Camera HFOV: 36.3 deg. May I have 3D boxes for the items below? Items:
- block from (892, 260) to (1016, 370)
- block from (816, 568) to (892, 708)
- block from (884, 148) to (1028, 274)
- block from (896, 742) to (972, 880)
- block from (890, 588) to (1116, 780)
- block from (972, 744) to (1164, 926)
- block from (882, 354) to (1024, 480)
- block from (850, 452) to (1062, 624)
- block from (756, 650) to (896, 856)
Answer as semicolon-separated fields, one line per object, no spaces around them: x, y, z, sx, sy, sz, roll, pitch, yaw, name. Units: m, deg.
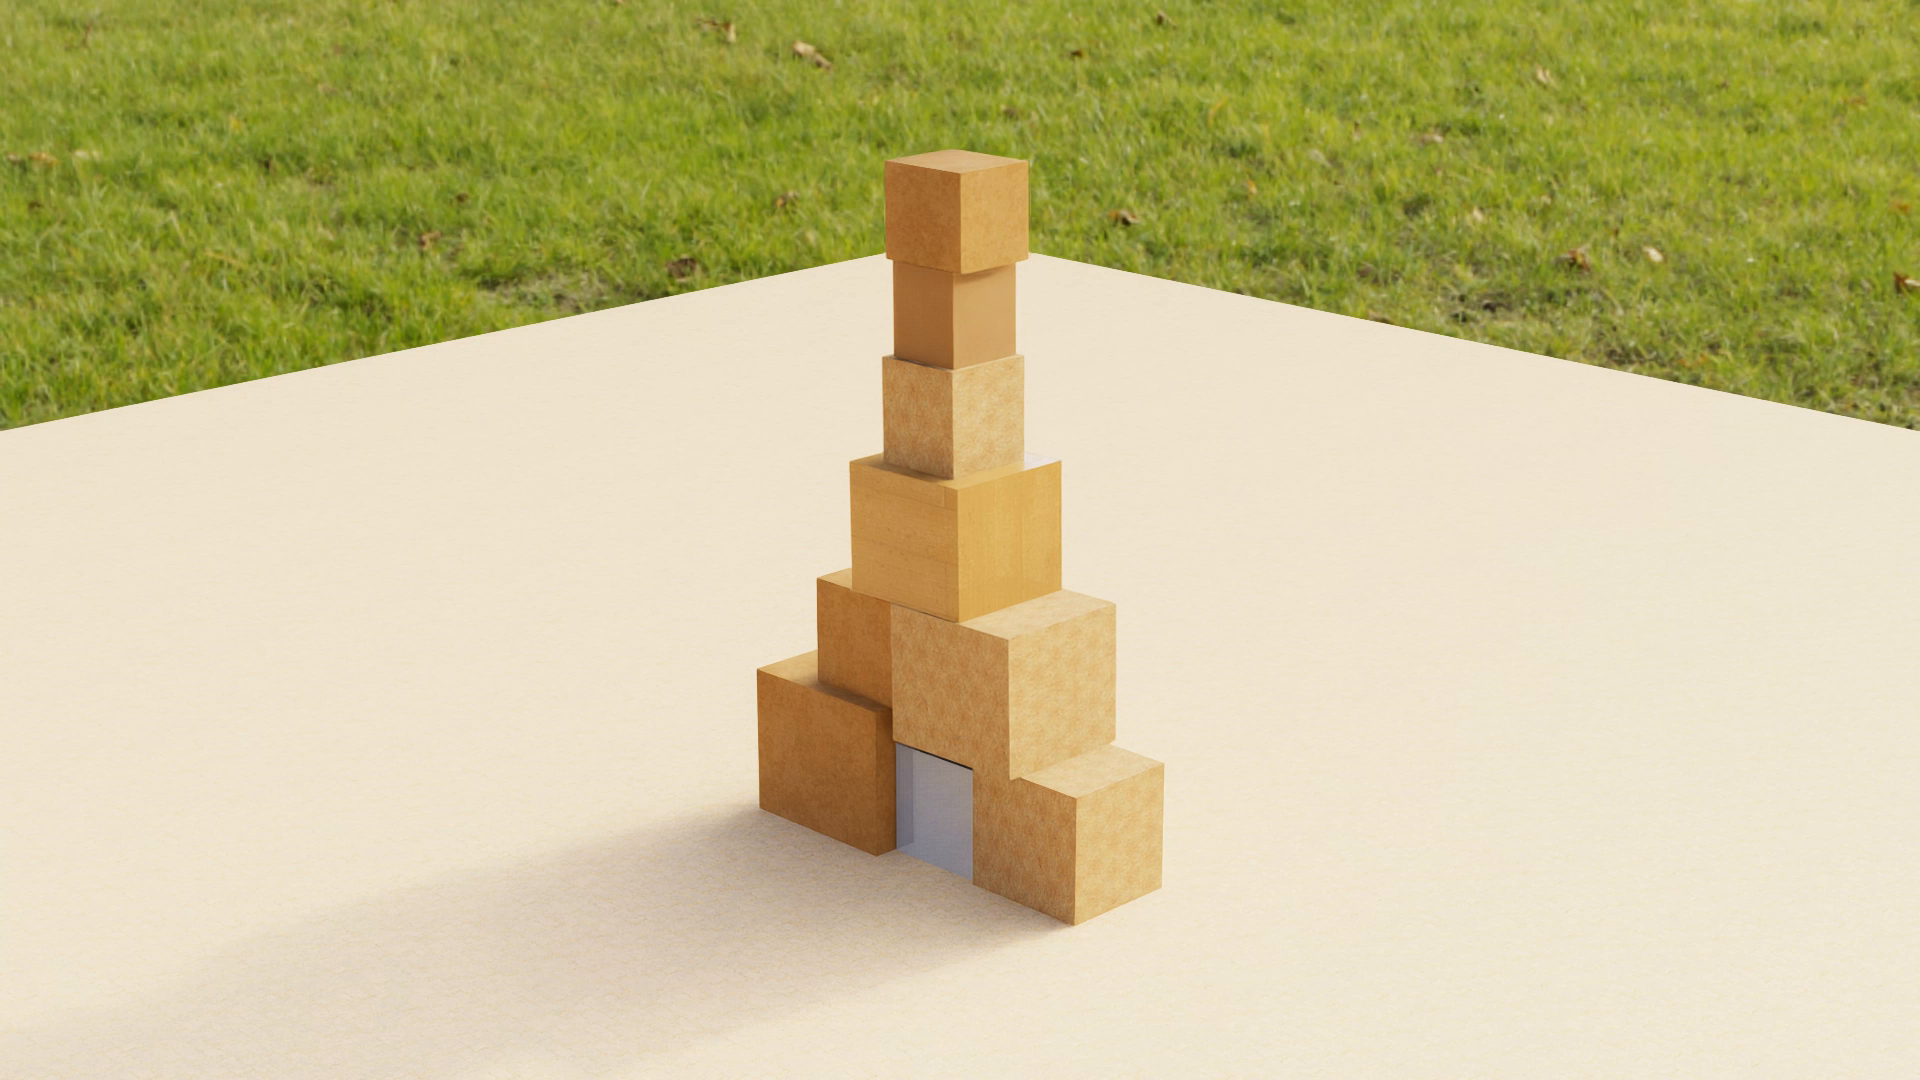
-0.024;-1.031;13.034;0.379;0.434;0.395;16;24;43;block
-0.274;0.423;13.746;0.548;0.514;0.574;-17;24;-42;block
-0.014;-1.452;12.918;0.421;0.439;0.469;-17;23;-42;block
0.060;1.196;13.639;0.491;0.540;0.517;-17;24;-42;block
0.199;0.601;13.314;0.697;0.657;0.742;-17;23;-42;block
0.487;1.284;13.245;0.580;0.608;0.635;-17;24;-42;block
-0.028;-0.590;13.162;0.453;0.485;0.448;-17;23;-42;block
-0.018;-0.064;13.327;0.662;0.614;0.694;-17;23;-42;block
-0.401;0.960;14.092;0.789;0.718;0.826;-17;24;-42;block
